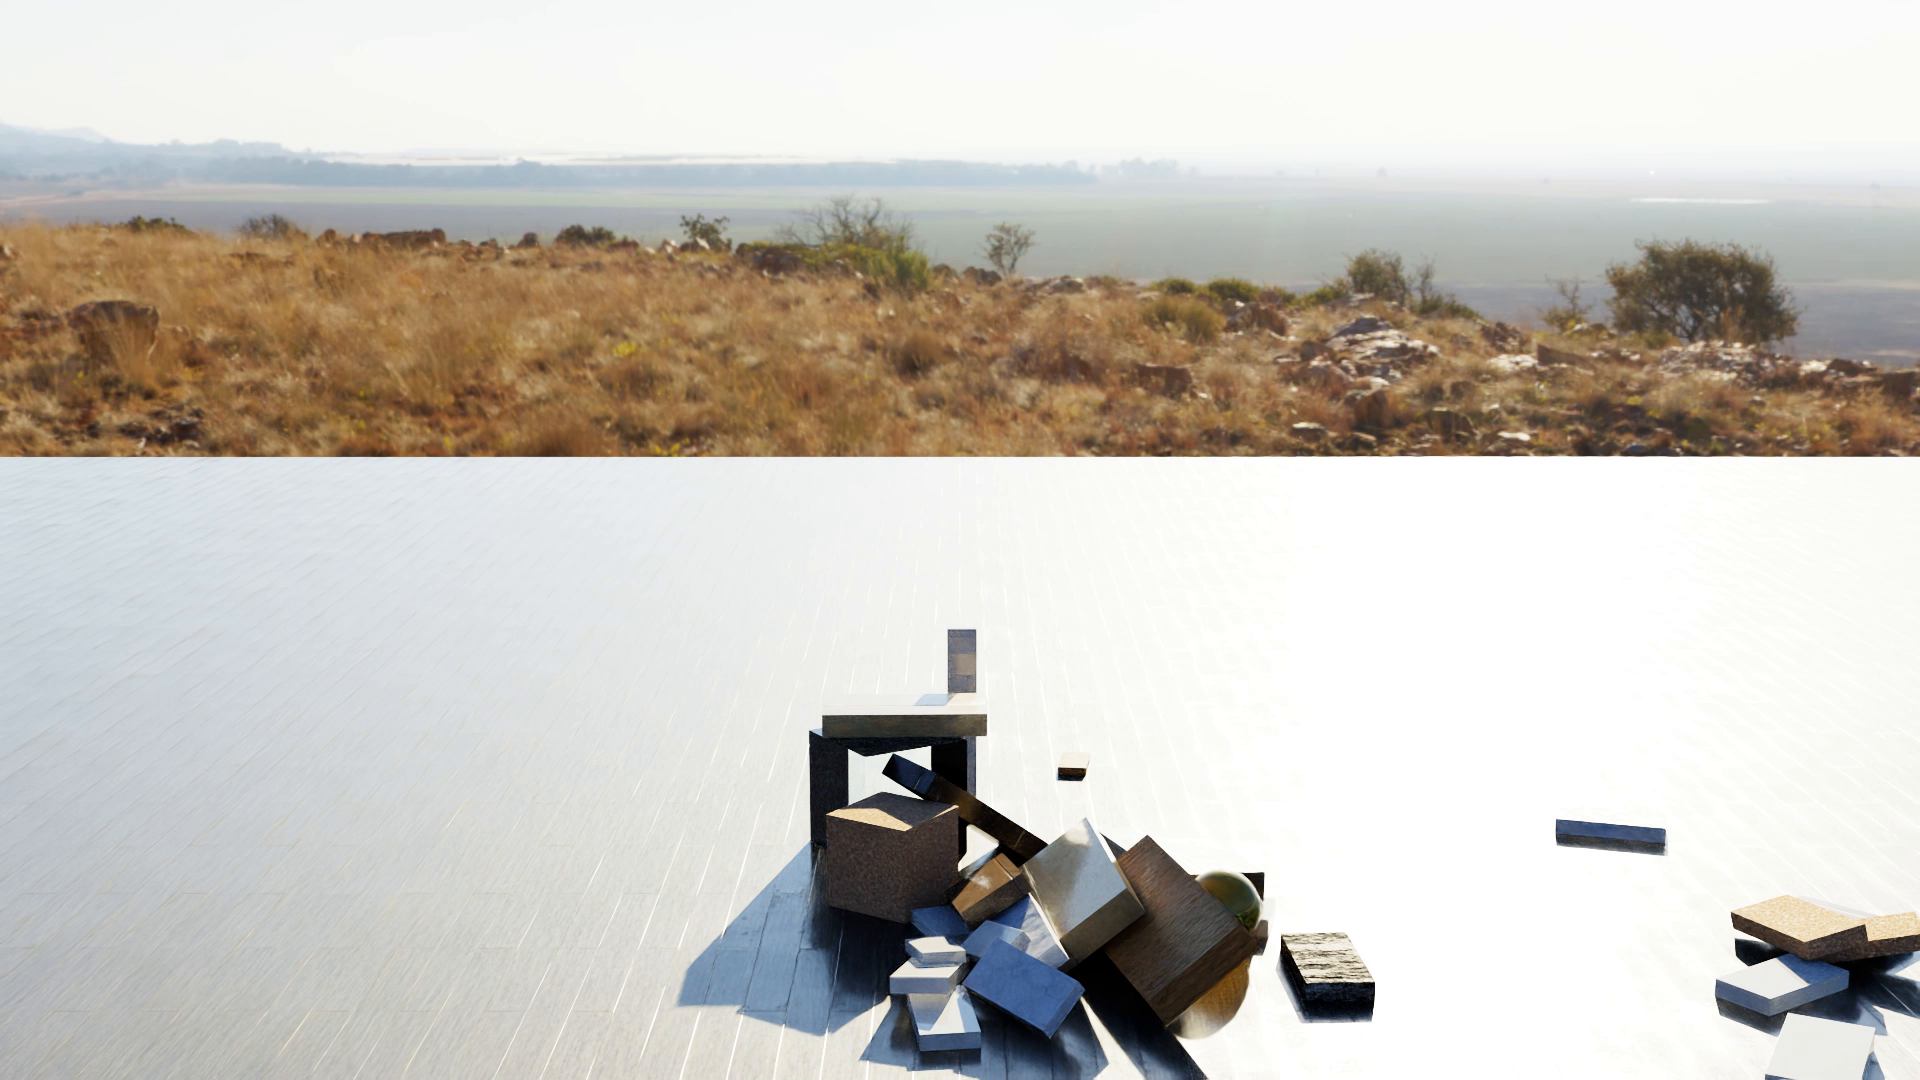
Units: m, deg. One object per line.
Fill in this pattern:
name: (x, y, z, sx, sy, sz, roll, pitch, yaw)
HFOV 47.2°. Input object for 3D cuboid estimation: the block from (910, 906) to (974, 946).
block: (-0.027, 0.614, 3.491, 0.065, 0.018, 0.131, -4, 11, -21)

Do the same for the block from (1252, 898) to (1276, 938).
block: (0.377, 0.598, 3.546, 0.251, 0.029, 0.103, 3, 11, 14)

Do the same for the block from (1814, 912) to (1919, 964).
block: (1.375, 0.611, 3.367, 0.188, 0.027, 0.094, -11, 8, 14)

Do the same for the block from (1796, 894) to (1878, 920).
block: (1.400, 0.610, 3.488, 0.094, 0.027, 0.188, -10, 14, -42)

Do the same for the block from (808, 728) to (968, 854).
block: (-0.128, 0.444, 3.894, 0.204, 0.204, 0.204, -6, 12, -31)

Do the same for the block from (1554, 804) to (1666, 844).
block: (1.184, 0.515, 4.000, 0.192, 0.027, 0.096, 3, 11, 17)

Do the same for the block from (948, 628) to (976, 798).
block: (0.004, 0.328, 4.172, 0.056, 0.330, 0.016, 0, 11, 0)

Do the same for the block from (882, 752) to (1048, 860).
block: (0.015, 0.465, 3.779, 0.294, 0.041, 0.145, 36, -10, -32)

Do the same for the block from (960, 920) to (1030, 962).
block: (0.050, 0.607, 3.296, 0.065, 0.018, 0.131, -42, 15, -20)

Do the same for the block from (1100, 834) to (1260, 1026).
block: (0.297, 0.581, 3.323, 0.175, 0.049, 0.415, -39, 17, -5)

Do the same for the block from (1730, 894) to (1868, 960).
block: (1.293, 0.596, 3.394, 0.103, 0.029, 0.205, -14, 6, -11)

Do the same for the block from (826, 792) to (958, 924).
block: (-0.110, 0.520, 3.621, 0.155, 0.155, 0.155, 7, 13, 33)

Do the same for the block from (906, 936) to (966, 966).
block: (-0.038, 0.619, 3.314, 0.065, 0.018, 0.130, -1, -1, -13)

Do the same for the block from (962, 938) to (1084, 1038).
block: (0.090, 0.640, 3.148, 0.171, 0.024, 0.086, 20, 64, 46)

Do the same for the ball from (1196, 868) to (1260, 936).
ball: (0.407, 0.573, 3.424, 0.122, 0.122, 0.122, 0, 11, 0)

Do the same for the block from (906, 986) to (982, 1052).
block: (-0.024, 0.678, 3.126, 0.085, 0.024, 0.171, -1, 11, -7)

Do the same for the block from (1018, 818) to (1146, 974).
block: (0.173, 0.558, 3.447, 0.175, 0.049, 0.349, -38, 12, 1)

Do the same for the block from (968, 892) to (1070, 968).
block: (0.086, 0.611, 3.301, 0.114, 0.032, 0.229, -37, 14, -1)

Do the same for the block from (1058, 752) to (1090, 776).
block: (0.228, 0.447, 4.398, 0.056, 0.016, 0.112, 1, 11, 7)

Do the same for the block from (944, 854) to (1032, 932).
block: (0.043, 0.557, 3.493, 0.114, 0.032, 0.229, -33, 3, -6)

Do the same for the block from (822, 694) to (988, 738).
block: (-0.099, 0.313, 3.930, 0.290, 0.041, 0.145, 0, 11, -1)

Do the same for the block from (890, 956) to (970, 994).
block: (-0.043, 0.639, 3.236, 0.086, 0.024, 0.171, -2, -1, 10)

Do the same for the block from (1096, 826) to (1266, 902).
block: (0.362, 0.542, 3.680, 0.175, 0.049, 0.349, 0, 5, -14)

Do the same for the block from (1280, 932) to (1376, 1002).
block: (0.552, 0.641, 3.313, 0.103, 0.029, 0.205, 0, 11, -2)

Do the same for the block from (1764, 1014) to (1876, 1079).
block: (1.161, 0.704, 2.967, 0.114, 0.032, 0.229, 5, 12, 27)

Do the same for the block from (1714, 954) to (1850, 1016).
block: (1.214, 0.655, 3.248, 0.188, 0.027, 0.094, -7, 13, -34)
